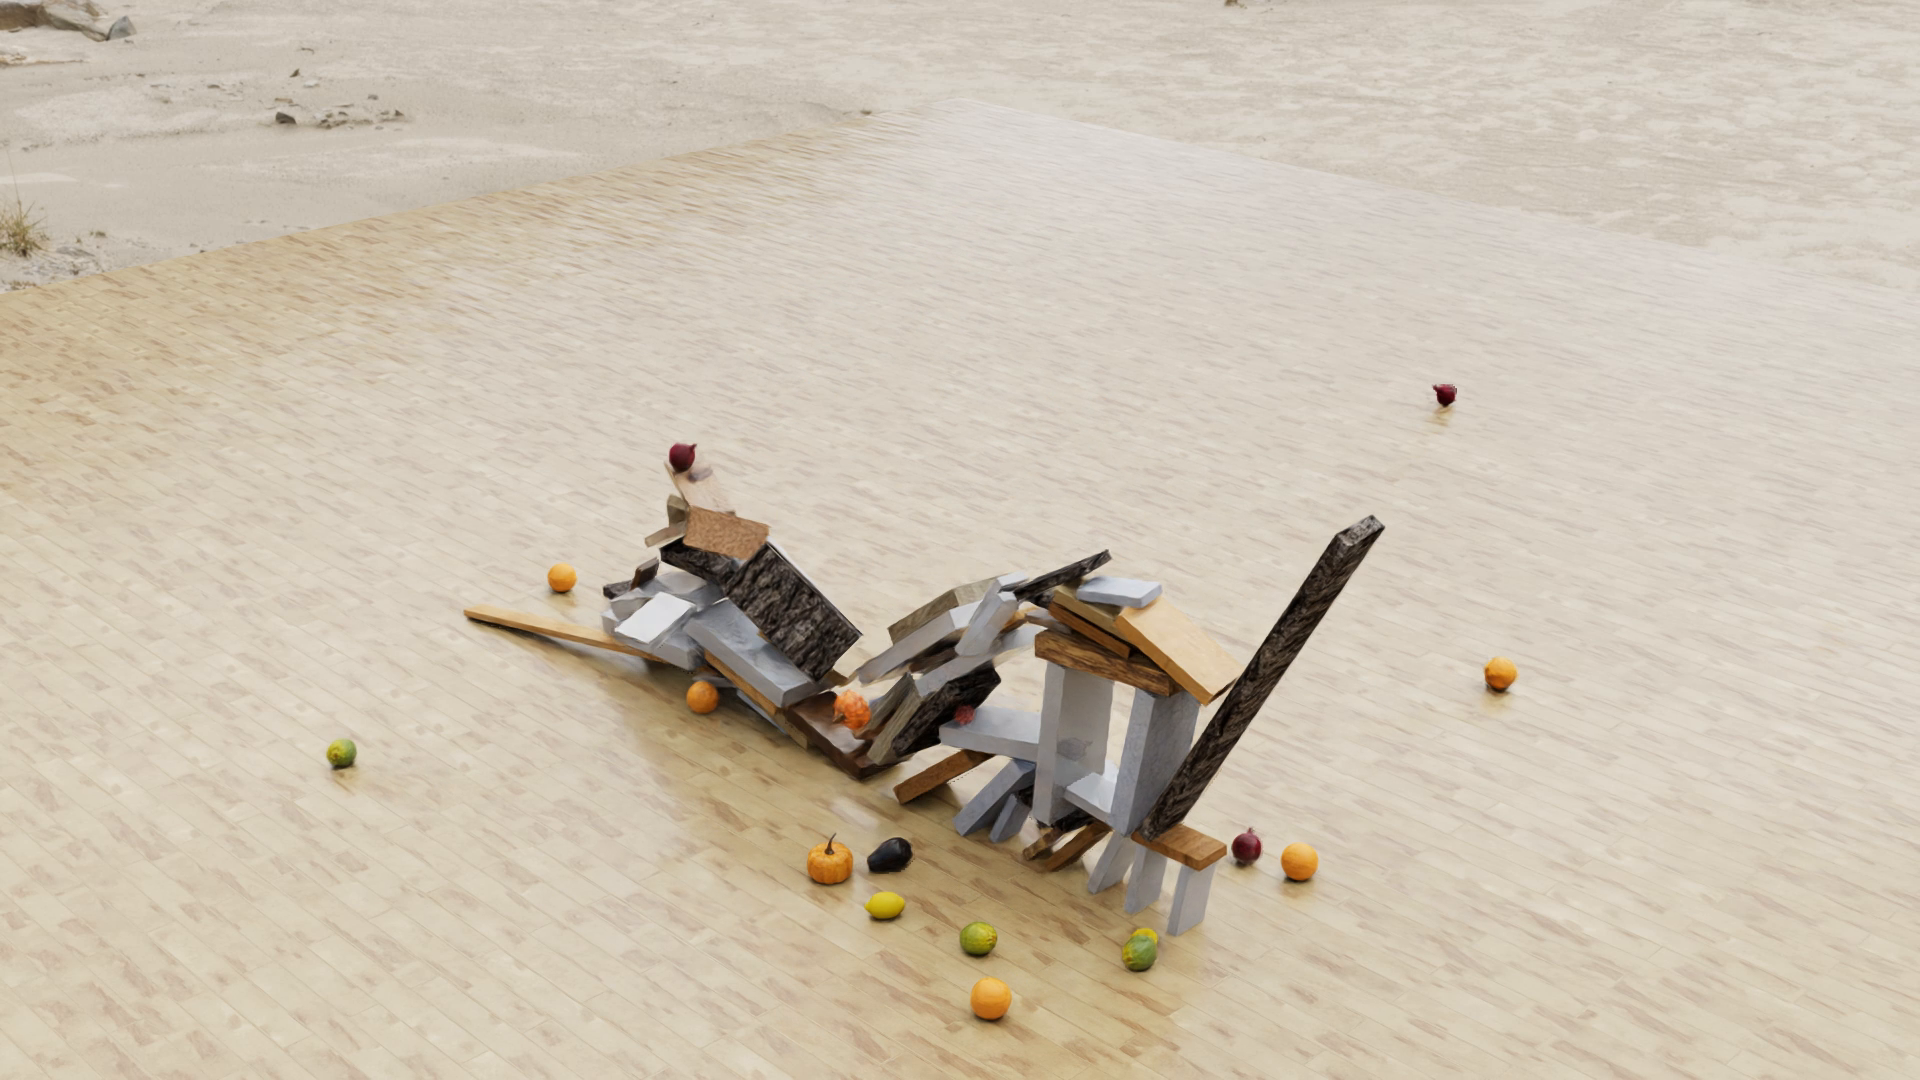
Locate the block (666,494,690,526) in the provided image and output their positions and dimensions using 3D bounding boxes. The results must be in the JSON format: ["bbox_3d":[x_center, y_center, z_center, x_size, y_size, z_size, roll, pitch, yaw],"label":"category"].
[{"bbox_3d":[-0.617,-0.052,4.980,0.085,0.024,0.171,21,-18,2],"label":"block"}]

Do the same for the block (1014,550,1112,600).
[{"bbox_3d":[0.184,0.065,3.968,0.068,0.019,0.216,-28,3,-36],"label":"block"}]

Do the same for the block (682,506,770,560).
[{"bbox_3d":[-0.503,-0.012,4.732,0.171,0.085,0.024,15,-3,-10],"label":"block"}]

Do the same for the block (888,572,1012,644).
[{"bbox_3d":[-0.016,0.138,4.352,0.141,0.040,0.282,-14,-10,-33],"label":"block"}]

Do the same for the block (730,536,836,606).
[{"bbox_3d":[-0.384,0.102,4.785,0.226,0.032,0.113,46,50,11],"label":"block"}]

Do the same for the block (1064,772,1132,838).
[{"bbox_3d":[0.286,0.497,4.125,0.169,0.024,0.085,28,35,36],"label":"block"}]

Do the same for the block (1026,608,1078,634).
[{"bbox_3d":[0.180,0.147,4.064,0.109,0.015,0.054,15,27,40],"label":"block"}]

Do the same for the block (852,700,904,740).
[{"bbox_3d":[-0.161,0.376,4.594,0.064,0.128,0.018,8,50,-57],"label":"block"}]

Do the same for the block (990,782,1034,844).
[{"bbox_3d":[0.109,0.535,4.329,0.070,0.140,0.020,-21,57,-40],"label":"block"}]

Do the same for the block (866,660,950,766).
[{"bbox_3d":[-0.081,0.352,4.497,0.035,0.247,0.124,44,21,24],"label":"block"}]

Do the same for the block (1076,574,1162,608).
[{"bbox_3d":[0.280,0.090,3.872,0.136,0.019,0.068,7,26,37],"label":"block"}]

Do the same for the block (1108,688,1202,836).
[{"bbox_3d":[0.360,0.379,4.004,0.044,0.308,0.154,31,37,33],"label":"block"}]

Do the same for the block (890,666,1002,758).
[{"bbox_3d":[-0.030,0.343,4.369,0.124,0.247,0.035,-14,66,-41],"label":"block"}]

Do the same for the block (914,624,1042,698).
[{"bbox_3d":[0.037,0.236,4.296,0.247,0.035,0.124,-31,-13,40],"label":"block"}]

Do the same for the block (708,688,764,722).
[{"bbox_3d":[-0.475,0.353,4.899,0.086,0.024,0.172,-21,30,-40],"label":"block"}]

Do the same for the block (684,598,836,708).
[{"bbox_3d":[-0.434,0.239,4.799,0.327,0.046,0.163,35,37,32],"label":"block"}]

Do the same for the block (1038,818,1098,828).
[{"bbox_3d":[0.228,0.551,4.435,0.146,0.021,0.073,-2,23,-5],"label":"block"}]

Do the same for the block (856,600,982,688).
[{"bbox_3d":[-0.053,0.204,4.410,0.141,0.040,0.484,-15,-10,-28],"label":"block"}]

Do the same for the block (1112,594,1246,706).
[{"bbox_3d":[0.382,0.186,3.816,0.218,0.031,0.109,41,44,19],"label":"block"}]

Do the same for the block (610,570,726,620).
[{"bbox_3d":[-0.632,0.117,4.960,0.163,0.046,0.327,-30,15,-39],"label":"block"}]

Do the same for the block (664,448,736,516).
[{"bbox_3d":[-0.579,-0.115,4.889,0.085,0.024,0.234,-17,44,-17],"label":"block"}]

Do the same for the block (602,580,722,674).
[{"bbox_3d":[-0.666,0.196,5.138,0.086,0.024,0.654,-12,21,-30],"label":"block"}]

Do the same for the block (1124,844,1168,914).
[{"bbox_3d":[0.351,0.616,4.103,0.022,0.158,0.079,31,37,33],"label":"block"}]

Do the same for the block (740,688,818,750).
[{"bbox_3d":[-0.358,0.360,4.780,0.120,0.034,0.239,-17,42,-39],"label":"block"}]

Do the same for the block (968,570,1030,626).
[{"bbox_3d":[0.073,0.113,4.117,0.068,0.136,0.019,-14,59,-38],"label":"block"}]

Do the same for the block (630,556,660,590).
[{"bbox_3d":[-0.732,0.090,5.095,0.057,0.114,0.016,-32,69,-37],"label":"block"}]

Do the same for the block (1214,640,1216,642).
[{"bbox_3d":[0.352,0.167,3.906,0.179,0.025,0.090,27,35,27],"label":"block"}]

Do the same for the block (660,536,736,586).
[{"bbox_3d":[-0.552,0.040,4.884,0.113,0.032,0.226,-29,34,-36],"label":"block"}]

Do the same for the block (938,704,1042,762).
[{"bbox_3d":[0.102,0.375,4.270,0.268,0.038,0.134,5,20,44],"label":"block"}]

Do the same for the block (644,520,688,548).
[{"bbox_3d":[-0.645,-0.017,4.935,0.086,0.024,0.171,-20,0,-24],"label":"block"}]

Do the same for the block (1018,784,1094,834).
[{"bbox_3d":[0.184,0.512,4.228,0.070,0.020,0.139,-18,35,-37],"label":"block"}]

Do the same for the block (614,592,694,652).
[{"bbox_3d":[-0.639,0.171,4.599,0.086,0.024,0.171,19,35,21],"label":"block"}]

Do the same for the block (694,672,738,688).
[{"bbox_3d":[-0.511,0.304,4.913,0.086,0.024,0.172,-21,11,-40],"label":"block"}]

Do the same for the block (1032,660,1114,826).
[{"bbox_3d":[0.216,0.358,4.136,0.044,0.342,0.154,26,34,37],"label":"block"}]

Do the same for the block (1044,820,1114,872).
[{"bbox_3d":[0.238,0.578,4.216,0.085,0.169,0.024,-21,72,-40],"label":"block"}]

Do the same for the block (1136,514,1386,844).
[{"bbox_3d":[0.506,0.255,3.788,0.031,0.786,0.109,45,42,20],"label":"block"}]

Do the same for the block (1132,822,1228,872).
[{"bbox_3d":[0.400,0.552,4.020,0.158,0.022,0.079,20,30,40],"label":"block"}]

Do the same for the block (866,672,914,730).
[{"bbox_3d":[-0.144,0.329,4.515,0.018,0.128,0.064,41,5,-9],"label":"block"}]

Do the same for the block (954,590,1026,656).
[{"bbox_3d":[0.056,0.156,4.096,0.021,0.148,0.073,49,29,23],"label":"block"}]

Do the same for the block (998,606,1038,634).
[{"bbox_3d":[0.082,0.169,4.205,0.063,0.018,0.170,-16,-13,-38],"label":"block"}]

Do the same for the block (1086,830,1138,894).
[{"bbox_3d":[0.301,0.593,4.154,0.085,0.169,0.024,-21,55,-40],"label":"block"}]

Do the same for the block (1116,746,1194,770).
[{"bbox_3d":[0.412,0.479,4.593,0.109,0.031,0.218,19,29,37],"label":"block"}]

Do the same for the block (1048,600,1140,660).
[{"bbox_3d":[0.257,0.148,3.960,0.179,0.025,0.090,30,36,28],"label":"block"}]

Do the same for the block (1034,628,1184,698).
[{"bbox_3d":[0.302,0.202,3.983,0.308,0.044,0.154,15,27,40],"label":"block"}]

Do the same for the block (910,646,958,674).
[{"bbox_3d":[-0.035,0.242,4.482,0.126,0.018,0.063,-23,-13,22],"label":"block"}]

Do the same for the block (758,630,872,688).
[{"bbox_3d":[-0.314,0.229,4.769,0.226,0.032,0.113,31,33,14],"label":"block"}]

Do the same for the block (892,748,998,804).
[{"bbox_3d":[-0.010,0.455,4.432,0.134,0.038,0.268,-21,-9,-40],"label":"block"}]

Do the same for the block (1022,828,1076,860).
[{"bbox_3d":[0.184,0.575,4.260,0.070,0.140,0.020,-20,75,-39],"label":"block"}]

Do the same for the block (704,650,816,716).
[{"bbox_3d":[-0.434,0.290,4.799,0.120,0.034,0.239,-19,42,-42],"label":"block"}]

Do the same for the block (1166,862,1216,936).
[{"bbox_3d":[0.426,0.646,4.034,0.079,0.158,0.022,-22,41,-41],"label":"block"}]

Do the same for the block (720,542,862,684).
[{"bbox_3d":[-0.357,0.153,4.655,0.282,0.141,0.040,45,9,4],"label":"block"}]

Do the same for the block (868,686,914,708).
[{"bbox_3d":[-0.124,0.326,4.604,0.128,0.018,0.064,-20,-6,40],"label":"block"}]

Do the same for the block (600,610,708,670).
[{"bbox_3d":[-0.650,0.202,5.003,0.163,0.046,0.360,-24,26,-34],"label":"block"}]

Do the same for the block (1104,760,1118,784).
[{"bbox_3d":[0.296,0.499,4.488,0.073,0.021,0.146,-12,26,-8],"label":"block"}]

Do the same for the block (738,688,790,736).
[{"bbox_3d":[-0.399,0.362,4.822,0.086,0.024,0.172,-21,44,-41],"label":"block"}]

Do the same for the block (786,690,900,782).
[{"bbox_3d":[-0.245,0.413,4.669,0.120,0.034,0.239,-20,44,-41],"label":"block"}]

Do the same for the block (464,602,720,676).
[{"bbox_3d":[-0.851,0.227,5.121,0.792,0.016,0.057,10,21,32],"label":"block"}]

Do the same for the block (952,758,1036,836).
[{"bbox_3d":[0.100,0.484,4.323,0.134,0.268,0.038,-20,70,-39],"label":"block"}]

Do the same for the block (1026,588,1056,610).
[{"bbox_3d":[0.180,0.113,4.049,0.109,0.015,0.054,22,32,37],"label":"block"}]

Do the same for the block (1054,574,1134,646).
[{"bbox_3d":[0.265,0.119,3.908,0.179,0.025,0.090,29,39,28],"label":"block"}]
